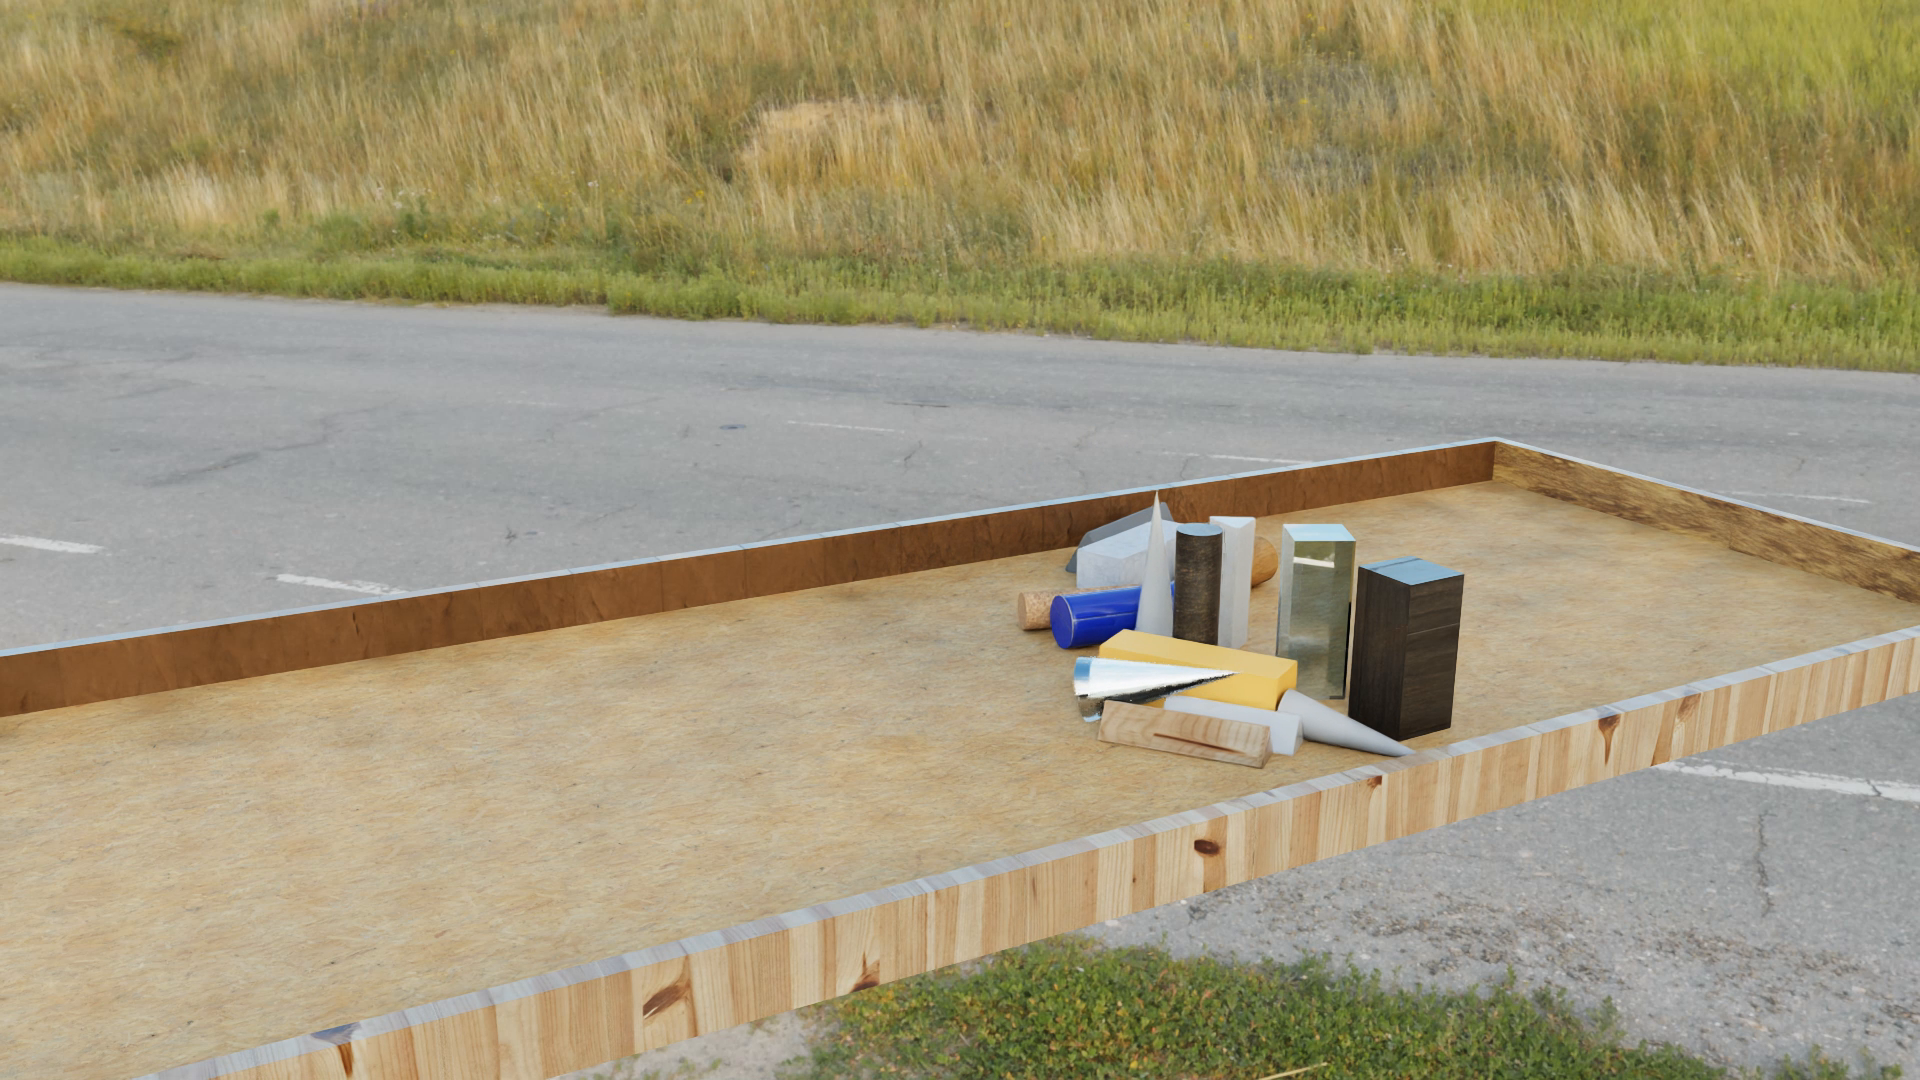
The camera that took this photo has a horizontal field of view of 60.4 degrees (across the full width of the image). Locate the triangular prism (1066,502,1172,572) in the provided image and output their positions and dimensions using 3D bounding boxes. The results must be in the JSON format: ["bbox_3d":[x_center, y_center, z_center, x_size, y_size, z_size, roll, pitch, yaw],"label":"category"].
[{"bbox_3d":[0.518,-0.009,5.137,0.153,0.132,0.449,12,20,36],"label":"triangular prism"}]

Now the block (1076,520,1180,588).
[{"bbox_3d":[0.529,0.067,4.856,0.152,0.152,0.420,13,21,38],"label":"block"}]

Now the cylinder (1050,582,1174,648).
[{"bbox_3d":[0.475,0.195,4.441,0.445,0.142,0.142,-6,17,-20],"label":"cylinder"}]

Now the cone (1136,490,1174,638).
[{"bbox_3d":[0.509,0.080,4.279,0.128,0.449,0.128,-2,17,1],"label":"cone"}]

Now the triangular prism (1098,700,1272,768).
[{"bbox_3d":[0.510,0.430,3.735,0.383,0.083,0.096,7,17,23],"label":"triangular prism"}]

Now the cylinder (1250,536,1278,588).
[{"bbox_3d":[0.778,0.090,4.798,0.141,0.141,0.324,14,22,40],"label":"cylinder"}]

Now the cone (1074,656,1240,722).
[{"bbox_3d":[0.468,0.327,3.826,0.374,0.156,0.156,-8,13,19],"label":"cone"}]

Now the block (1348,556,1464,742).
[{"bbox_3d":[1.034,0.250,3.835,0.167,0.378,0.167,-9,19,-29],"label":"block"}]

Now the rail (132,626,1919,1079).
[{"bbox_3d":[-2.336,1.006,1.665,12.000,0.150,0.050,-9,18,-27],"label":"rail"}]

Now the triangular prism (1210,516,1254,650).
[{"bbox_3d":[0.695,0.114,4.348,0.102,0.348,0.118,11,20,30],"label":"triangular prism"}]

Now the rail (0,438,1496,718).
[{"bbox_3d":[-3.305,0.497,3.399,12.000,0.150,0.050,-9,18,-27],"label":"rail"}]

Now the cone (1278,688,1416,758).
[{"bbox_3d":[0.913,0.448,3.730,0.387,0.109,0.109,18,23,26],"label":"cone"}]

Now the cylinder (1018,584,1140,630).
[{"bbox_3d":[0.334,0.185,4.544,0.336,0.103,0.103,-4,17,-12],"label":"cylinder"}]

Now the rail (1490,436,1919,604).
[{"bbox_3d":[2.466,-0.048,5.253,0.050,0.150,2.100,-9,18,-27],"label":"rail"}]

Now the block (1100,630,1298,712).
[{"bbox_3d":[0.567,0.337,3.961,0.449,0.139,0.139,9,19,29],"label":"block"}]

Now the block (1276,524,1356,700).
[{"bbox_3d":[0.867,0.176,4.040,0.145,0.404,0.145,0,16,0],"label":"block"}]

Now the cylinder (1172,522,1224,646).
[{"bbox_3d":[0.586,0.165,4.084,0.114,0.399,0.114,0,16,0],"label":"cylinder"}]

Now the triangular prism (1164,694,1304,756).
[{"bbox_3d":[0.624,0.415,3.792,0.316,0.080,0.093,8,18,25],"label":"triangular prism"}]
